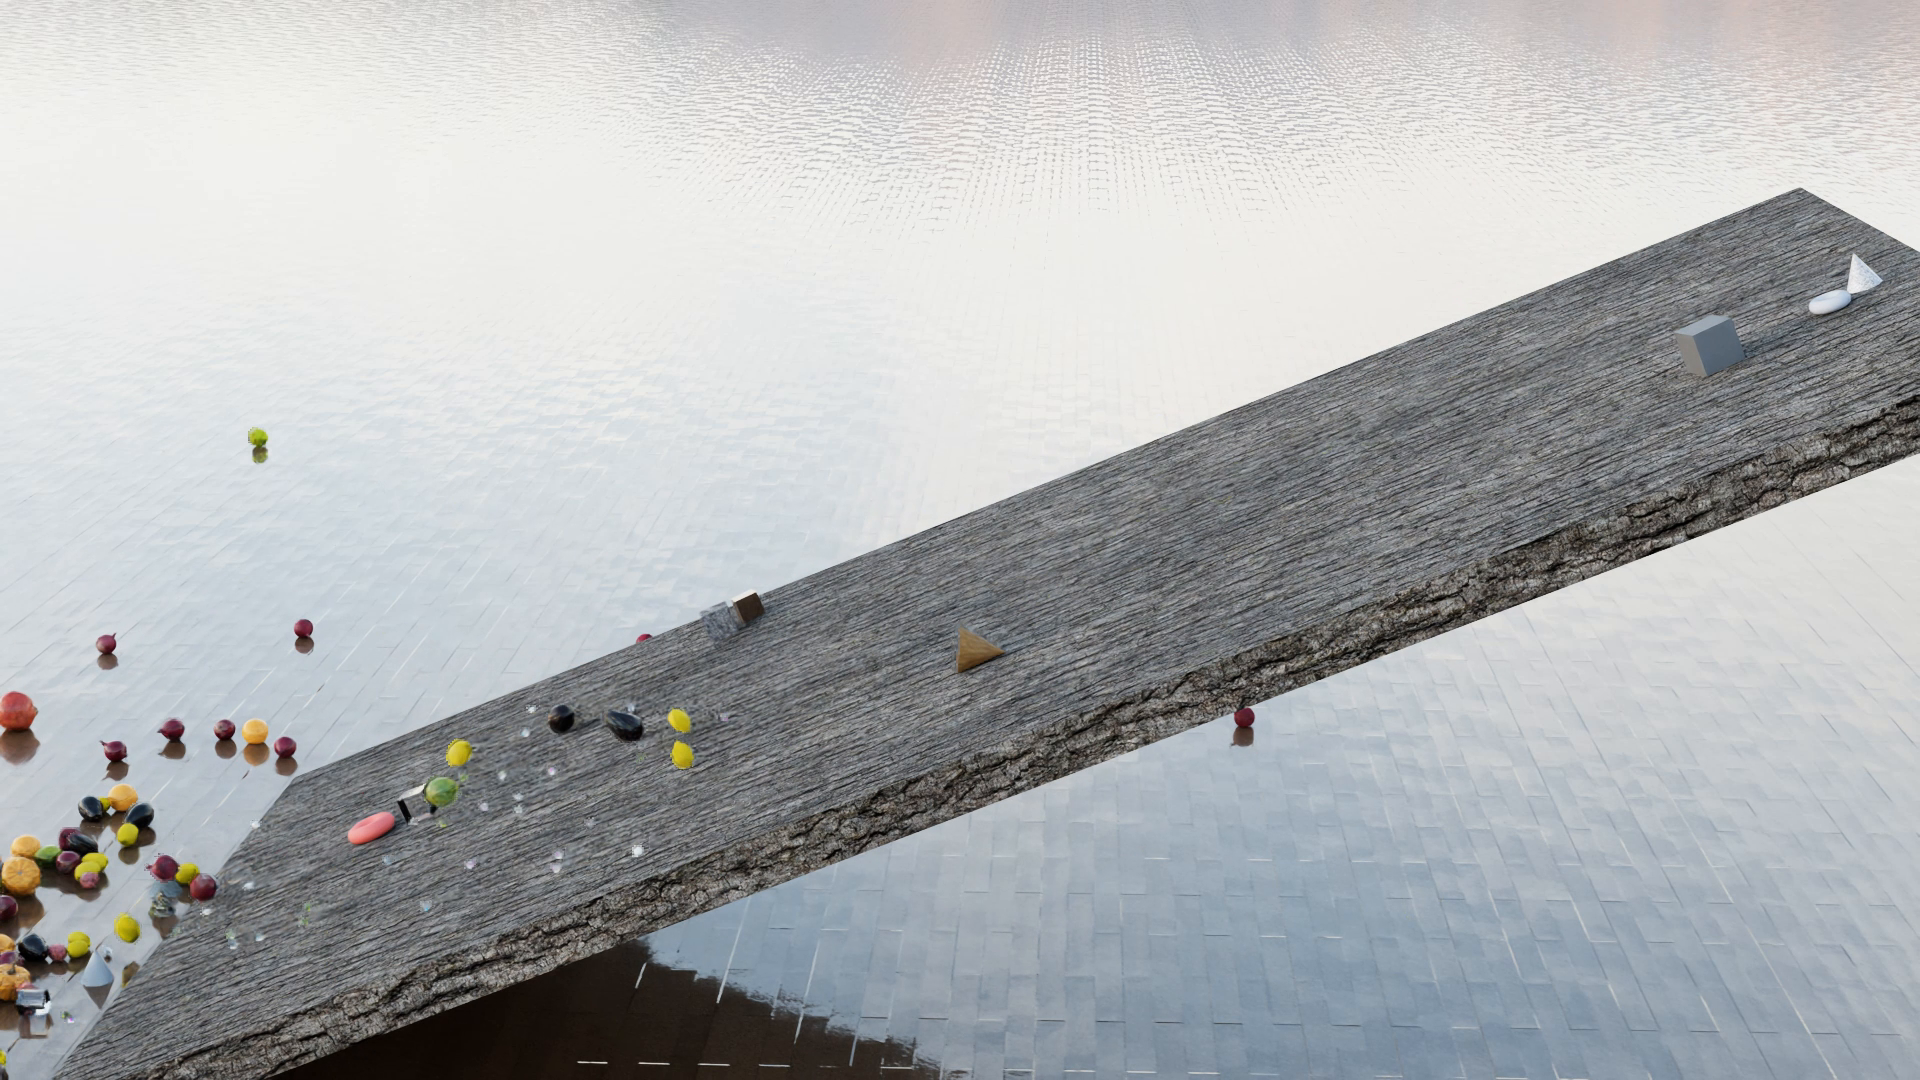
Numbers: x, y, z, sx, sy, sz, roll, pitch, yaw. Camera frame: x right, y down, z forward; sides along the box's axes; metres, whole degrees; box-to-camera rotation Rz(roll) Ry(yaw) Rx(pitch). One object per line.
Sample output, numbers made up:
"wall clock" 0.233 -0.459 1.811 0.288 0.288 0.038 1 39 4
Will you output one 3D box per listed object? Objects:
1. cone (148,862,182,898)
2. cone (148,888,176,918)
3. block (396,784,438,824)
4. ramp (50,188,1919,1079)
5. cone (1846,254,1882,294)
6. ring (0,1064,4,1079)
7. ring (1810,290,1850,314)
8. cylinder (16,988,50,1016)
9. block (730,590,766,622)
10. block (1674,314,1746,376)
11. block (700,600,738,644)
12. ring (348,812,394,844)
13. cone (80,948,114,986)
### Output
"cone" -1.883 0.797 6.962 0.079 0.079 0.079 -1 14 0
"cone" -1.858 0.837 6.838 0.064 0.064 0.064 0 14 0
"block" -1.209 0.588 6.556 0.059 0.059 0.059 -21 12 10
"ramp" 0.126 0.172 6.289 4.000 0.100 2.000 -21 12 7
"cone" 1.802 -0.542 5.895 0.072 0.072 0.072 -22 12 5
"ring" -1.995 1.079 5.915 0.141 0.047 0.141 -1 14 0
"ring" 1.726 -0.472 5.837 0.084 0.028 0.084 -21 12 5
"cylinder" -1.975 0.985 6.269 0.055 0.055 0.055 -1 14 -2
"block" -0.514 0.160 7.131 0.057 0.057 0.057 -26 12 -12
"block" 1.472 -0.382 5.775 0.086 0.086 0.086 -24 12 -7
"block" -0.579 0.197 7.062 0.069 0.069 0.069 -24 12 -4
"ring" -1.314 0.643 6.565 0.110 0.037 0.110 -23 11 5
"cone" -1.894 0.930 6.449 0.074 0.074 0.074 0 14 0
